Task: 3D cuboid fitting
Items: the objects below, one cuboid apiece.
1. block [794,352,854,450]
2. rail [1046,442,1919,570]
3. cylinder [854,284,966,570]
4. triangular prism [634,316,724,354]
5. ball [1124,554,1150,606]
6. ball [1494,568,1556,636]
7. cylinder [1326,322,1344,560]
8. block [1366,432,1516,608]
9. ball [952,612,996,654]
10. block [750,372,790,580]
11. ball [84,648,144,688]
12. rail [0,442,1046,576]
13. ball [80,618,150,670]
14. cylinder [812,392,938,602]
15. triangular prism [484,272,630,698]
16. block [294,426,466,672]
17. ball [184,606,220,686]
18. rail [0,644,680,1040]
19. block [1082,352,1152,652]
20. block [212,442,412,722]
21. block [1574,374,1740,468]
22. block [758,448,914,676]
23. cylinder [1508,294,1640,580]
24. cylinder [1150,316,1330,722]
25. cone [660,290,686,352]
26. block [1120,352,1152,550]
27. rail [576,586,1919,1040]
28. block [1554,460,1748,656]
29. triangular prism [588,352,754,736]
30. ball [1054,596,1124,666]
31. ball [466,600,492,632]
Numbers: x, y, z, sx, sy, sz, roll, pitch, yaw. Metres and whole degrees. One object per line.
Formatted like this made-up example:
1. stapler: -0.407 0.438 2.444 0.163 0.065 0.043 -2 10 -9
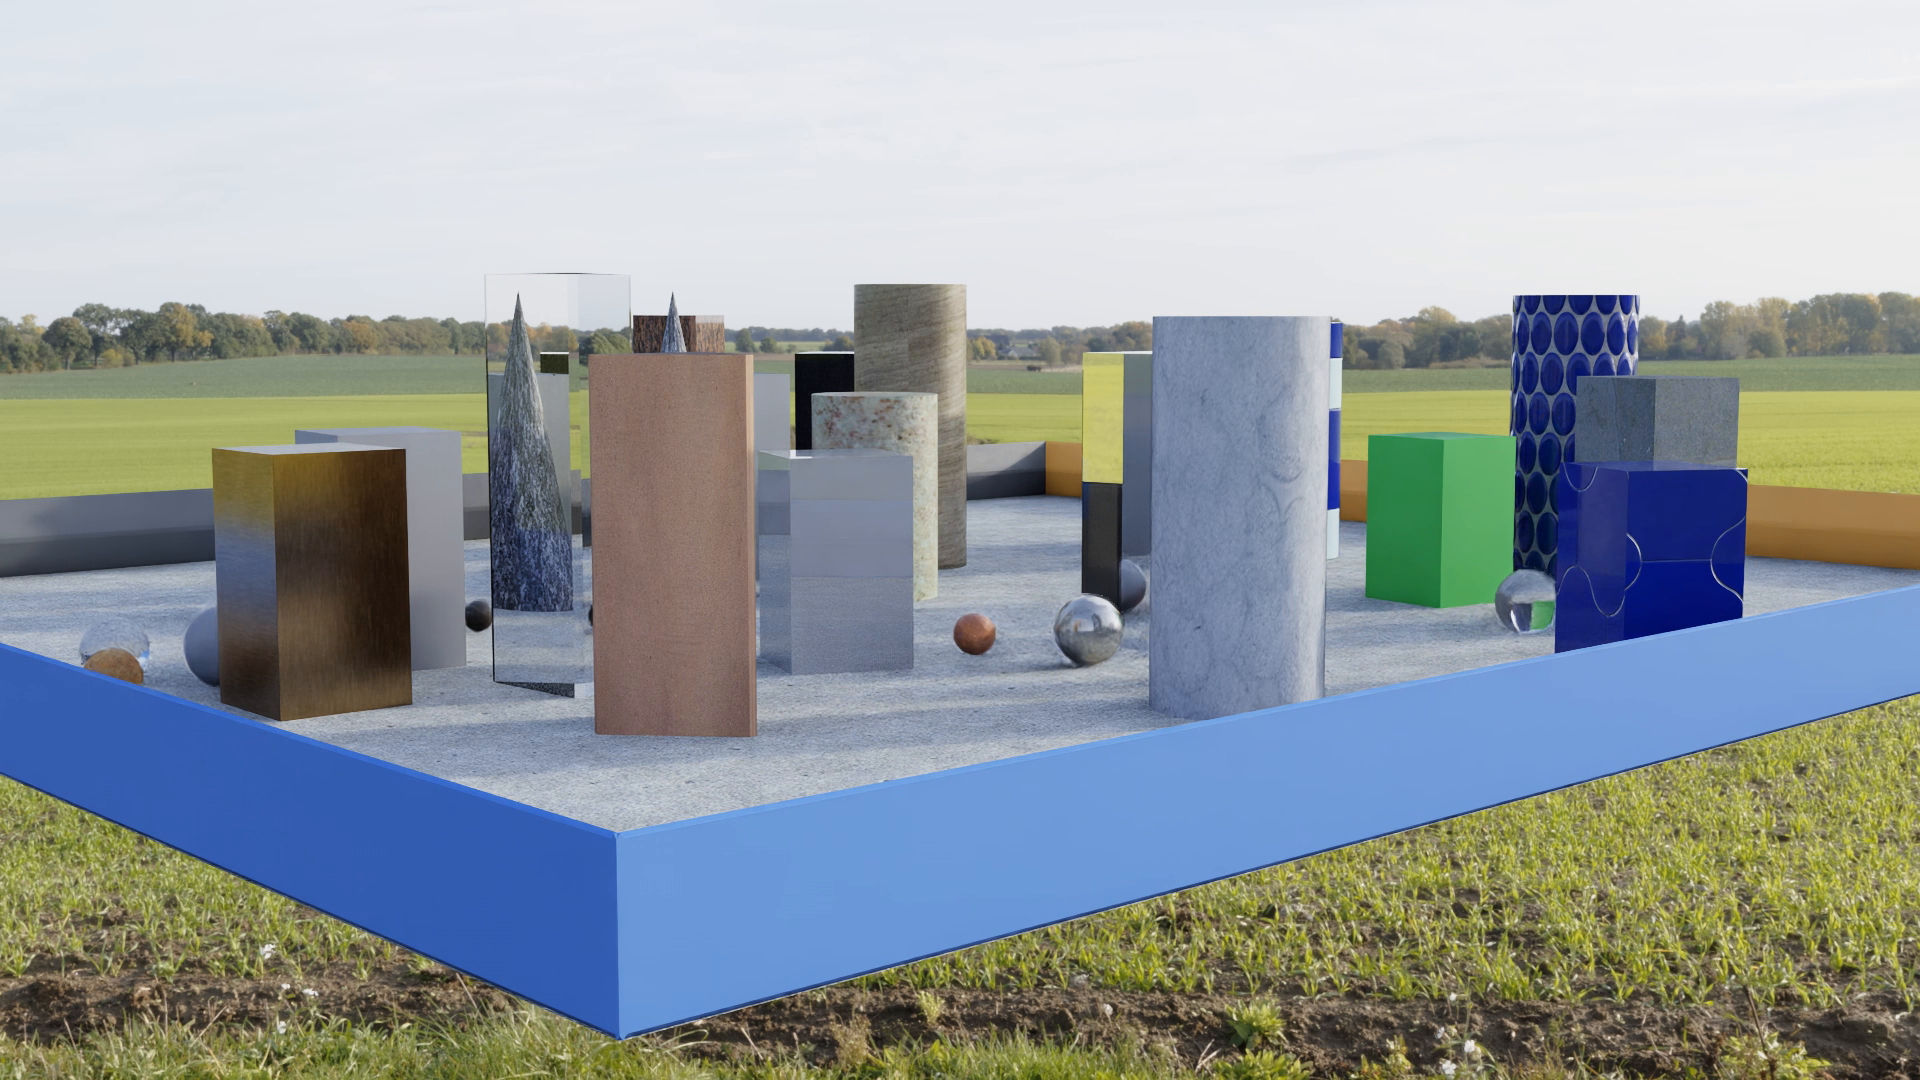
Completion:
1. block: -0.224 -0.178 4.228 0.157 0.363 0.157 1 6 7
2. rail: 1.095 -0.072 4.337 0.045 0.127 2.669 -5 8 -42
3. cylinder: -0.086 -0.200 3.831 0.196 0.488 0.196 0 6 0
4. triangular prism: -0.499 -0.204 4.134 0.170 0.435 0.147 5 8 42
5. ball: 0.288 0.061 3.307 0.080 0.080 0.080 0 6 0
6. ball: 0.780 0.085 3.015 0.092 0.092 0.092 0 6 0
7. cylinder: 0.589 -0.181 3.973 0.196 0.421 0.196 0 6 0
8. block: 0.739 -0.035 3.386 0.157 0.253 0.157 -4 7 -34
9. ball: 0.018 0.121 2.846 0.055 0.055 0.055 0 6 0
10. block: -0.391 -0.109 3.689 0.157 0.339 0.157 -4 7 -33
11. ball: -0.957 0.154 2.483 0.065 0.065 0.065 0 6 0
12. rail: -0.889 -0.067 4.290 3.028 0.127 0.045 -5 8 -42
13. ball: -1.009 0.133 2.625 0.078 0.078 0.078 0 6 0
14. cylinder: -0.133 -0.070 3.425 0.196 0.315 0.196 0 6 0
15. triangular prism: -0.448 -0.071 2.615 0.170 0.486 0.147 6 8 43
16. block: -0.728 0.010 2.764 0.157 0.294 0.157 -4 7 -35
17. ball: -0.868 0.125 2.603 0.097 0.097 0.097 0 6 0
18. rail: -1.095 0.138 2.327 0.045 0.127 2.669 -5 8 -42
19. block: 0.274 -0.055 2.934 0.157 0.388 0.157 6 8 44
20. block: -0.730 0.041 2.480 0.157 0.290 0.157 -5 8 -42
21. block: 0.994 -0.059 3.151 0.157 0.349 0.157 -3 7 -26
22. block: -0.158 0.023 2.773 0.157 0.265 0.157 -2 6 -19
23. cylinder: 0.981 -0.157 3.528 0.196 0.468 0.196 0 6 0
24. cylinder: 0.311 -0.030 2.454 0.196 0.437 0.196 0 6 0
25. cone: -0.436 -0.145 3.366 0.196 0.476 0.196 0 6 0
26. block: 0.401 -0.171 4.149 0.157 0.365 0.157 2 6 22
27. rail: 0.889 0.133 2.374 3.028 0.127 0.045 -5 8 -42
28. block: 0.831 0.039 2.654 0.157 0.258 0.157 -2 6 -14
29. triangular prism: -0.294 -0.001 2.362 0.170 0.398 0.147 1 6 5
30. ball: 0.162 0.113 2.765 0.087 0.087 0.087 0 6 0
31. ball: -0.669 0.106 3.056 0.042 0.042 0.042 0 6 0
